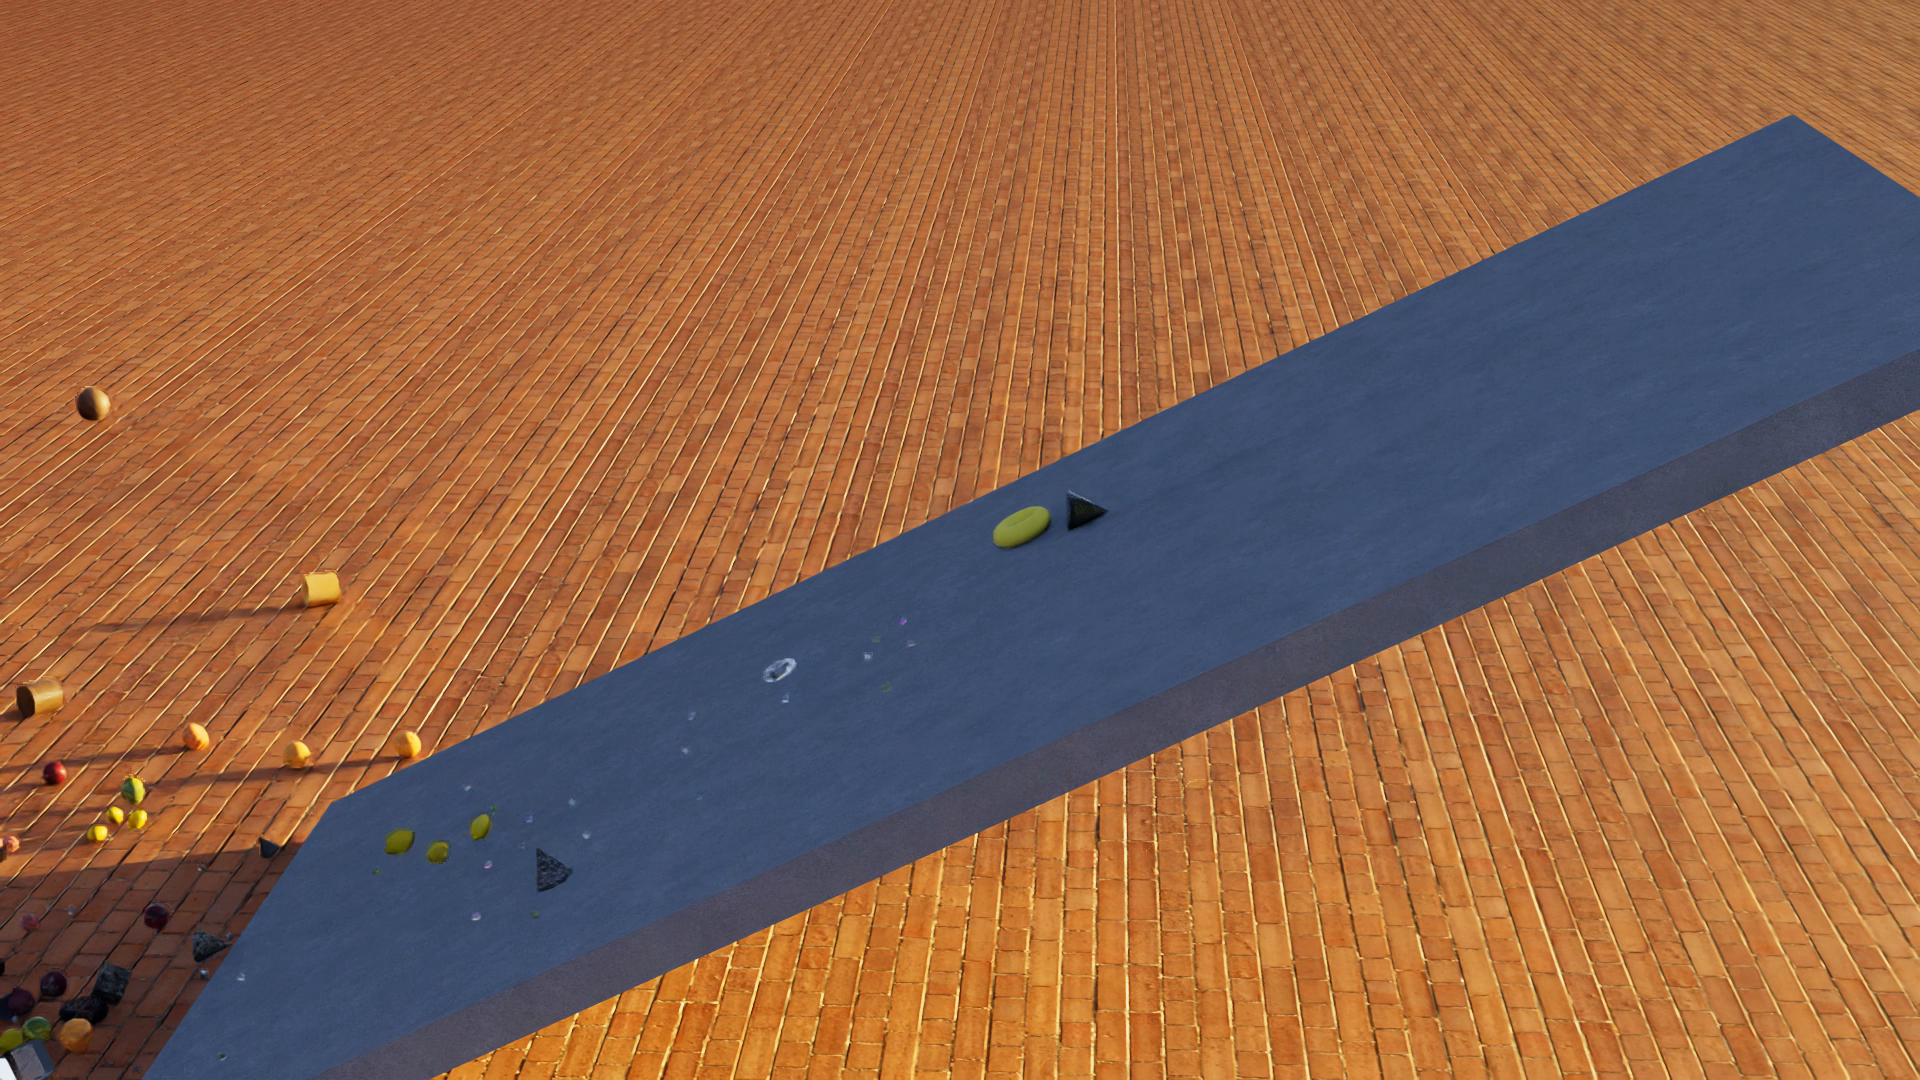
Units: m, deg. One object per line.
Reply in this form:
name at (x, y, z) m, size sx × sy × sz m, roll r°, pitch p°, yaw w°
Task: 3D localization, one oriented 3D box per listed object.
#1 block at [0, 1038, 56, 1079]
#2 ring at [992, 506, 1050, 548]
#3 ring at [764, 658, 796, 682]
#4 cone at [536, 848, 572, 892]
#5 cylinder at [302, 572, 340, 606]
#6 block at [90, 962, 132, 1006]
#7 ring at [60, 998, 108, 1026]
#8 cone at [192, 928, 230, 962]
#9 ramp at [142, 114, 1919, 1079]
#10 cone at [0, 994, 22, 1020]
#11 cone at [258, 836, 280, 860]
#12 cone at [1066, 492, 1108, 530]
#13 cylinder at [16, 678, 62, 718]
block at (-1.980, 1.113, 6.226) m, size 0.077 × 0.077 × 0.077 m, roll -35°, pitch -9°, yaw 39°
ring at (0.140, -0.029, 6.691) m, size 0.143 × 0.048 × 0.143 m, roll -25°, pitch 15°, yaw 7°
ring at (-0.405, 0.292, 6.598) m, size 0.081 × 0.027 × 0.081 m, roll -27°, pitch 13°, yaw 7°
cone at (-0.841, 0.657, 5.970) m, size 0.082 × 0.082 × 0.082 m, roll -26°, pitch 14°, yaw 7°
cylinder at (-2.053, 0.160, 9.447) m, size 0.099 × 0.099 × 0.099 m, roll -8°, pitch 18°, yaw -25°
block at (-1.903, 0.996, 6.593) m, size 0.064 × 0.064 × 0.064 m, roll 23°, pitch 55°, yaw -15°
ring at (-1.955, 1.052, 6.560) m, size 0.105 × 0.035 × 0.105 m, roll 1°, pitch 17°, yaw 0°
cone at (-1.710, 0.930, 6.752) m, size 0.076 × 0.076 × 0.076 m, roll -2°, pitch 16°, yaw 8°
ramp at (0.139, 0.168, 6.281) m, size 4.000 × 0.100 × 2.000 m, roll -25°, pitch 14°, yaw 10°
cone at (-2.137, 1.051, 6.579) m, size 0.059 × 0.059 × 0.059 m, roll -16°, pitch -3°, yaw -44°
cone at (-1.759, 0.770, 7.443) m, size 0.053 × 0.053 × 0.053 m, roll -24°, pitch 26°, yaw 13°
cone at (0.287, -0.065, 6.555) m, size 0.091 × 0.091 × 0.091 m, roll -1°, pitch 17°, yaw -2°
cylinder at (-2.649, 0.454, 8.463) m, size 0.093 × 0.093 × 0.093 m, roll 12°, pitch 20°, yaw 36°
